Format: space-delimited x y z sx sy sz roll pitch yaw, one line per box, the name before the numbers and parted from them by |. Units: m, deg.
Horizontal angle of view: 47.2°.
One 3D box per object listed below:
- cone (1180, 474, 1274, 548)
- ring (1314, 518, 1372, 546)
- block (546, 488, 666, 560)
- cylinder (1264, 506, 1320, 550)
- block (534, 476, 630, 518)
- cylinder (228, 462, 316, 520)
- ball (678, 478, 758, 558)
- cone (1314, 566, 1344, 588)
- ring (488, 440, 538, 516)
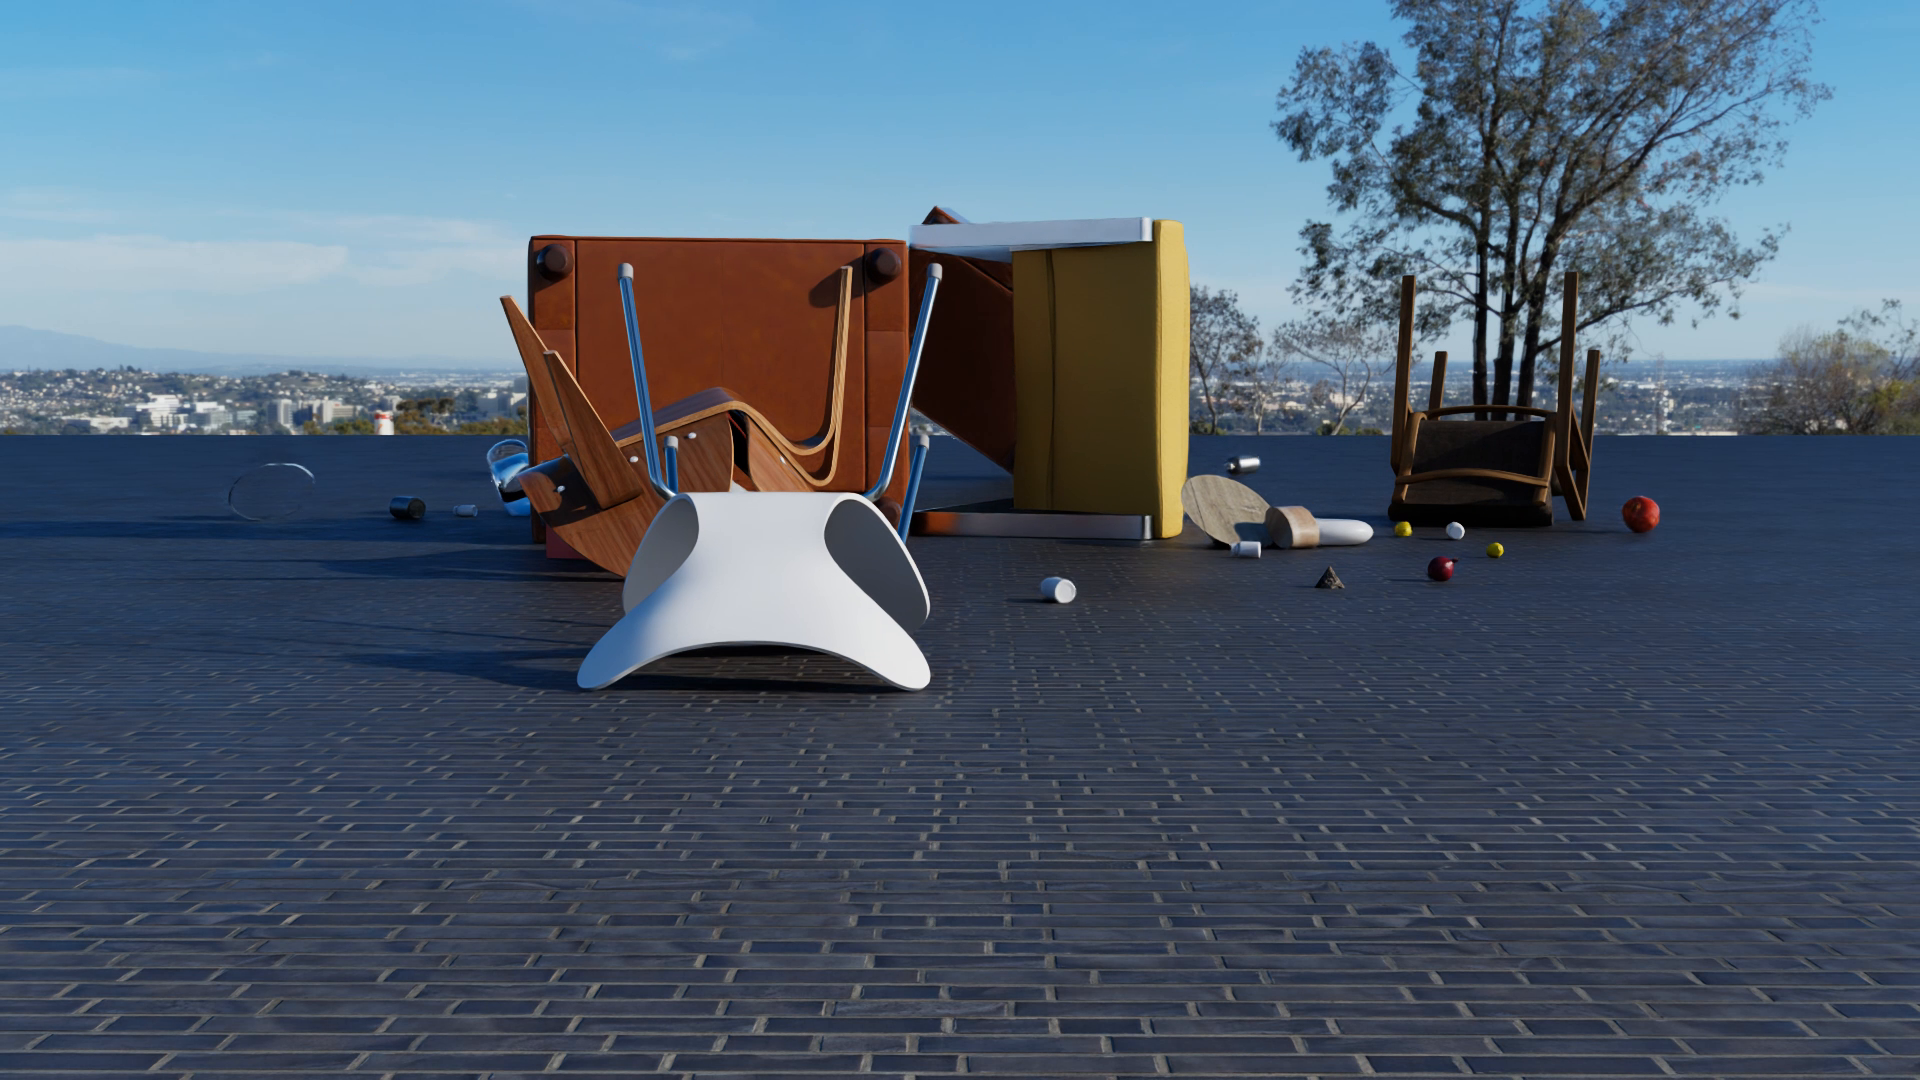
cone | 0.755 -0.035 6.322 0.297 0.121 0.353 10 35 -14
ring | 1.015 -0.023 6.367 0.358 0.072 0.218 0 3 11
block | -0.954 -0.046 5.938 0.199 0.176 0.276 2 4 24
cylinder | 0.938 -0.035 6.210 0.094 0.092 0.147 -3 43 -29
block | -1.326 -0.152 7.732 0.298 0.141 0.195 0 4 2
cylinder | -2.374 -0.168 7.594 0.286 0.185 0.173 -16 8 -14
ball | -0.644 -0.058 5.855 0.210 0.210 0.210 0 4 0
cone | 0.838 0.082 4.984 0.067 0.050 0.076 2 4 24
ring | -1.592 -0.219 7.885 0.145 0.280 0.314 -19 26 -12
